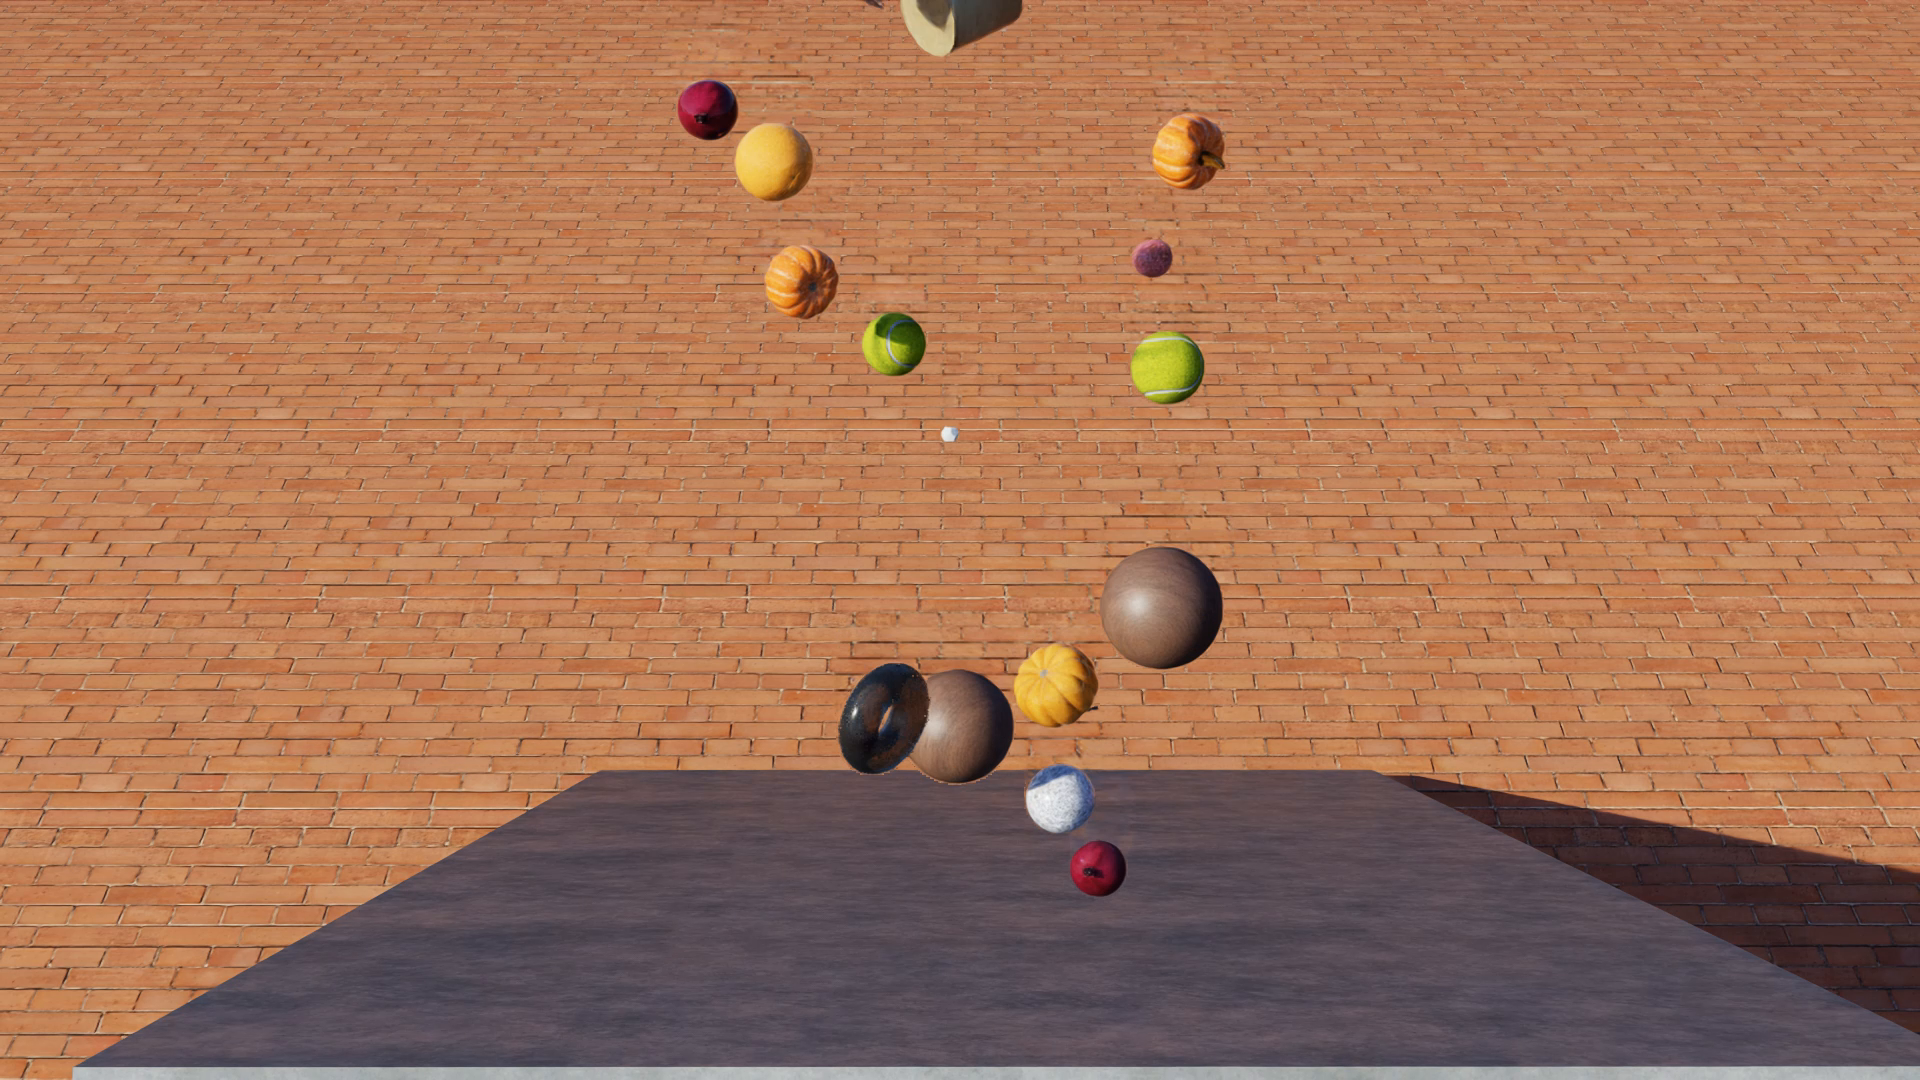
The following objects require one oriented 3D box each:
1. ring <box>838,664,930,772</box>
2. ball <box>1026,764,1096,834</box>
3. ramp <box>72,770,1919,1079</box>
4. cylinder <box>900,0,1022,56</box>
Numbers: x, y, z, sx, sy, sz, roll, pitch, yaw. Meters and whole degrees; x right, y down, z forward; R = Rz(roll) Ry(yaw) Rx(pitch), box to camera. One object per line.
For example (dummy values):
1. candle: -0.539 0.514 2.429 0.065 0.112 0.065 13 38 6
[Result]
1. ring: -0.080 0.190 2.762 0.042 0.125 0.125 24 39 34
2. ball: 0.118 0.304 3.048 0.082 0.082 0.082 0 32 0
3. ramp: 0.071 0.623 4.710 2.000 0.100 4.000 0 -1 0
4. cylinder: 0.001 -0.489 2.342 0.080 0.080 0.080 -30 42 -27
